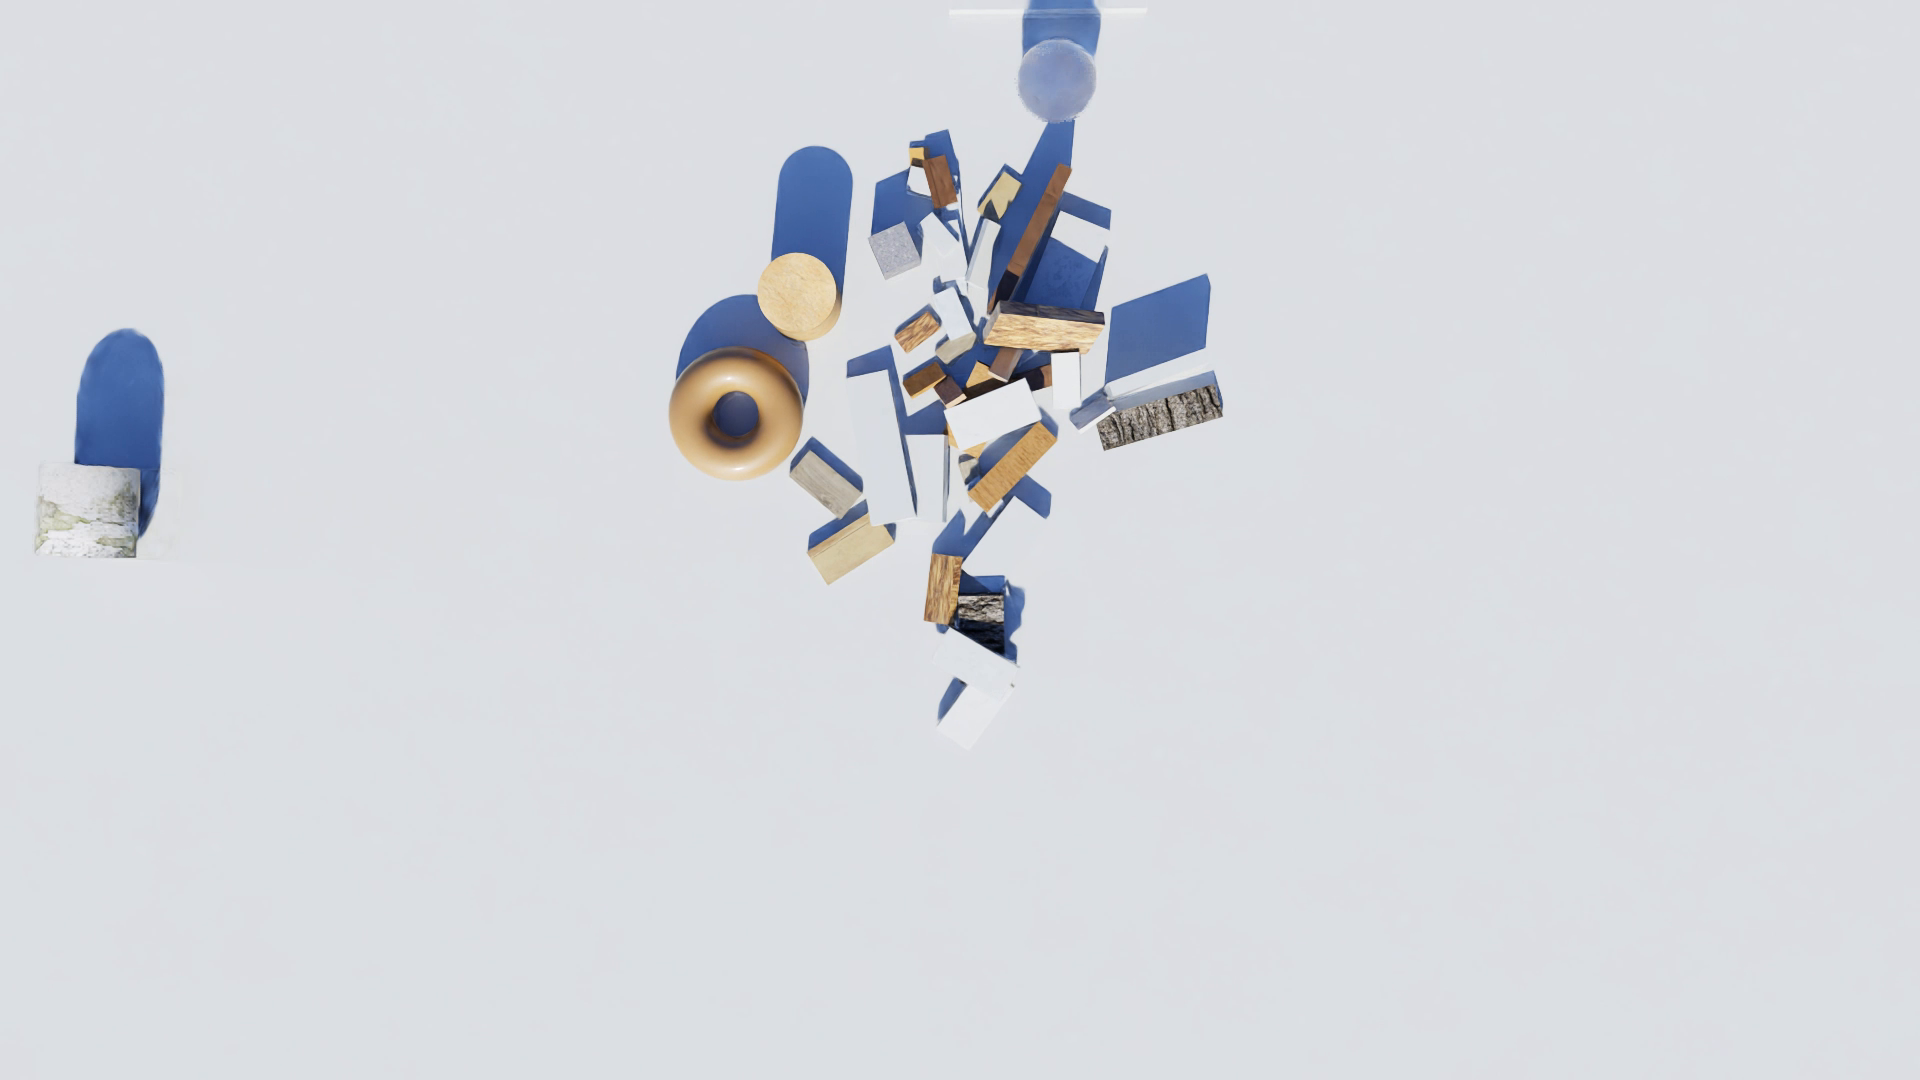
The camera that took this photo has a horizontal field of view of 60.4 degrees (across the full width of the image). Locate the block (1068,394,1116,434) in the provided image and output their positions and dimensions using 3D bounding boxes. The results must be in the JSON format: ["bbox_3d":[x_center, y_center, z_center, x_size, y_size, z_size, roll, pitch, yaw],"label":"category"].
[{"bbox_3d":[0.438,-0.417,5.469,0.142,0.020,0.071,-35,48,0],"label":"block"}]

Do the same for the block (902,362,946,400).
[{"bbox_3d":[-0.119,-0.530,5.476,0.135,0.019,0.068,-31,62,0],"label":"block"}]

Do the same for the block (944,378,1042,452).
[{"bbox_3d":[0.108,-0.412,5.406,0.288,0.041,0.144,-21,99,9],"label":"block"}]

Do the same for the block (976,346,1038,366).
[{"bbox_3d":[0.158,-0.613,5.460,0.190,0.027,0.095,-35,90,0],"label":"block"}]

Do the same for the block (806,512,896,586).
[{"bbox_3d":[-0.362,0.025,5.481,0.264,0.037,0.132,-33,90,0],"label":"block"}]

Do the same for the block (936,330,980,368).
[{"bbox_3d":[-0.007,-0.645,5.490,0.142,0.020,0.071,-41,90,0],"label":"block"}]

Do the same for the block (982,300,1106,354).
[{"bbox_3d":[0.272,-0.689,5.362,0.357,0.179,0.051,4,62,-16],"label":"block"}]

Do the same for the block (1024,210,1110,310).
[{"bbox_3d":[0.349,-0.889,5.475,0.179,0.051,0.357,22,90,0],"label":"block"}]

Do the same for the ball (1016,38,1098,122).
[{"bbox_3d":[0.316,-1.498,5.368,0.263,0.263,0.263,0,90,0],"label":"ball"}]

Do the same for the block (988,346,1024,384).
[{"bbox_3d":[0.152,-0.587,5.407,0.071,0.020,0.142,27,65,0],"label":"block"}]

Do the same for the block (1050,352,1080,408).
[{"bbox_3d":[0.350,-0.531,5.462,0.091,0.026,0.182,-4,105,-3],"label":"block"}]

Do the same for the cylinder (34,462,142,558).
[{"bbox_3d":[-2.829,-0.093,5.353,0.293,0.293,0.293,3,90,0],"label":"cylinder"}]

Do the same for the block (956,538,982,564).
[{"bbox_3d":[0.074,0.035,5.489,0.151,0.021,0.076,-23,90,0],"label":"block"}]

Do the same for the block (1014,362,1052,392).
[{"bbox_3d":[0.259,-0.536,5.474,0.142,0.020,0.071,-17,106,-5],"label":"block"}]

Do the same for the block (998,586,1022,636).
[{"bbox_3d":[0.144,0.238,5.489,0.076,0.021,0.151,-19,90,0],"label":"block"}]

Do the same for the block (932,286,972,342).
[{"bbox_3d":[-0.026,-0.750,5.469,0.080,0.023,0.160,-23,90,0],"label":"block"}]

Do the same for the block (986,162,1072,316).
[{"bbox_3d":[0.226,-0.973,5.411,0.051,0.179,0.524,26,90,0],"label":"block"}]

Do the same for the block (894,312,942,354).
[{"bbox_3d":[-0.141,-0.689,5.490,0.142,0.020,0.071,-37,90,0],"label":"block"}]

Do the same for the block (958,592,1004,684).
[{"bbox_3d":[0.071,0.323,5.447,0.148,0.042,0.296,-1,103,0],"label":"block"}]

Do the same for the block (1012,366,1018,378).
[{"bbox_3d":[0.139,-0.530,5.487,0.095,0.027,0.190,4,90,0],"label":"block"}]

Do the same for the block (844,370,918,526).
[{"bbox_3d":[-0.263,-0.303,5.450,0.148,0.042,0.496,-11,85,6],"label":"block"}]

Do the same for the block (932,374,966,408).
[{"bbox_3d":[-0.039,-0.492,5.440,0.071,0.142,0.020,-33,132,0],"label":"block"}]

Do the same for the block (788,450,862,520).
[{"bbox_3d":[-0.447,-0.183,5.484,0.226,0.032,0.113,40,90,0],"label":"block"}]

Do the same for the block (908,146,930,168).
[{"bbox_3d":[-0.132,-1.236,5.490,0.068,0.019,0.136,-4,90,0],"label":"block"}]

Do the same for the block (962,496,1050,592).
[{"bbox_3d":[0.148,0.018,5.458,0.148,0.042,0.296,37,90,0],"label":"block"}]

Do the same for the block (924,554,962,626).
[{"bbox_3d":[-0.057,0.163,5.449,0.113,0.032,0.226,7,90,44],"label":"block"}]

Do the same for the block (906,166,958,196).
[{"bbox_3d":[-0.093,-1.183,5.470,0.158,0.022,0.079,13,90,0],"label":"block"}]

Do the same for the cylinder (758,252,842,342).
[{"bbox_3d":[-0.520,-0.788,5.374,0.252,0.252,0.252,0,90,0],"label":"cylinder"}]

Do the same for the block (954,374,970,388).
[{"bbox_3d":[0.027,-0.530,5.494,0.090,0.013,0.045,-5,90,0],"label":"block"}]

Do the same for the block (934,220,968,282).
[{"bbox_3d":[-0.035,-0.957,5.467,0.095,0.027,0.190,-12,90,0],"label":"block"}]

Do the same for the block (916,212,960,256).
[{"bbox_3d":[-0.074,-1.008,5.444,0.068,0.019,0.136,-41,90,0],"label":"block"}]

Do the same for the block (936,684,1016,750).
[{"bbox_3d":[0.052,0.552,5.454,0.132,0.037,0.264,35,100,-4],"label":"block"}]

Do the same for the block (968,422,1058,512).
[{"bbox_3d":[0.175,-0.241,5.460,0.091,0.026,0.338,45,84,-1],"label":"block"}]

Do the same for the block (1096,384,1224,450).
[{"bbox_3d":[0.661,-0.407,5.484,0.410,0.032,0.113,-16,90,0],"label":"block"}]

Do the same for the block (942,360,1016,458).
[{"bbox_3d":[0.061,-0.431,5.449,0.144,0.041,0.288,26,103,0],"label":"block"}]

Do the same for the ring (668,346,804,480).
[{"bbox_3d":[-0.737,-0.416,5.427,0.447,0.149,0.447,0,90,1],"label":"ring"}]

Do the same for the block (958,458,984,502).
[{"bbox_3d":[0.046,-0.199,5.490,0.068,0.019,0.135,-18,90,0],"label":"block"}]

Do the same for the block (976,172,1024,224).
[{"bbox_3d":[0.134,-1.137,5.489,0.079,0.022,0.158,35,90,0],"label":"block"}]

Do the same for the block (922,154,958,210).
[{"bbox_3d":[-0.066,-1.182,5.447,0.080,0.023,0.160,-15,90,0],"label":"block"}]

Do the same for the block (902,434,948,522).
[{"bbox_3d":[-0.115,-0.202,5.455,0.144,0.041,0.288,1,90,21],"label":"block"}]

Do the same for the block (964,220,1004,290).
[{"bbox_3d":[0.081,-0.946,5.463,0.023,0.080,0.215,18,90,44],"label":"block"}]

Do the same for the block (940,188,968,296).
[{"bbox_3d":[-0.022,-0.989,5.490,0.068,0.019,0.353,-4,90,0],"label":"block"}]

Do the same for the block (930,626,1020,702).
[{"bbox_3d":[0.051,0.406,5.393,0.264,0.037,0.132,30,99,10],"label":"block"}]

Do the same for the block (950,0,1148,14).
[{"bbox_3d":[0.292,-1.839,5.476,0.656,0.048,0.168,0,90,0],"label":"block"}]

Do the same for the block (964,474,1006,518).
[{"bbox_3d":[0.084,-0.145,5.471,0.068,0.019,0.135,-40,90,0],"label":"block"}]

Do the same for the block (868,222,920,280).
[{"bbox_3d":[-0.215,-0.951,5.435,0.130,0.130,0.130,-24,90,0],"label":"block"}]

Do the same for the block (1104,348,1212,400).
[{"bbox_3d":[0.646,-0.543,5.416,0.337,0.168,0.048,-20,90,0],"label":"block"}]
